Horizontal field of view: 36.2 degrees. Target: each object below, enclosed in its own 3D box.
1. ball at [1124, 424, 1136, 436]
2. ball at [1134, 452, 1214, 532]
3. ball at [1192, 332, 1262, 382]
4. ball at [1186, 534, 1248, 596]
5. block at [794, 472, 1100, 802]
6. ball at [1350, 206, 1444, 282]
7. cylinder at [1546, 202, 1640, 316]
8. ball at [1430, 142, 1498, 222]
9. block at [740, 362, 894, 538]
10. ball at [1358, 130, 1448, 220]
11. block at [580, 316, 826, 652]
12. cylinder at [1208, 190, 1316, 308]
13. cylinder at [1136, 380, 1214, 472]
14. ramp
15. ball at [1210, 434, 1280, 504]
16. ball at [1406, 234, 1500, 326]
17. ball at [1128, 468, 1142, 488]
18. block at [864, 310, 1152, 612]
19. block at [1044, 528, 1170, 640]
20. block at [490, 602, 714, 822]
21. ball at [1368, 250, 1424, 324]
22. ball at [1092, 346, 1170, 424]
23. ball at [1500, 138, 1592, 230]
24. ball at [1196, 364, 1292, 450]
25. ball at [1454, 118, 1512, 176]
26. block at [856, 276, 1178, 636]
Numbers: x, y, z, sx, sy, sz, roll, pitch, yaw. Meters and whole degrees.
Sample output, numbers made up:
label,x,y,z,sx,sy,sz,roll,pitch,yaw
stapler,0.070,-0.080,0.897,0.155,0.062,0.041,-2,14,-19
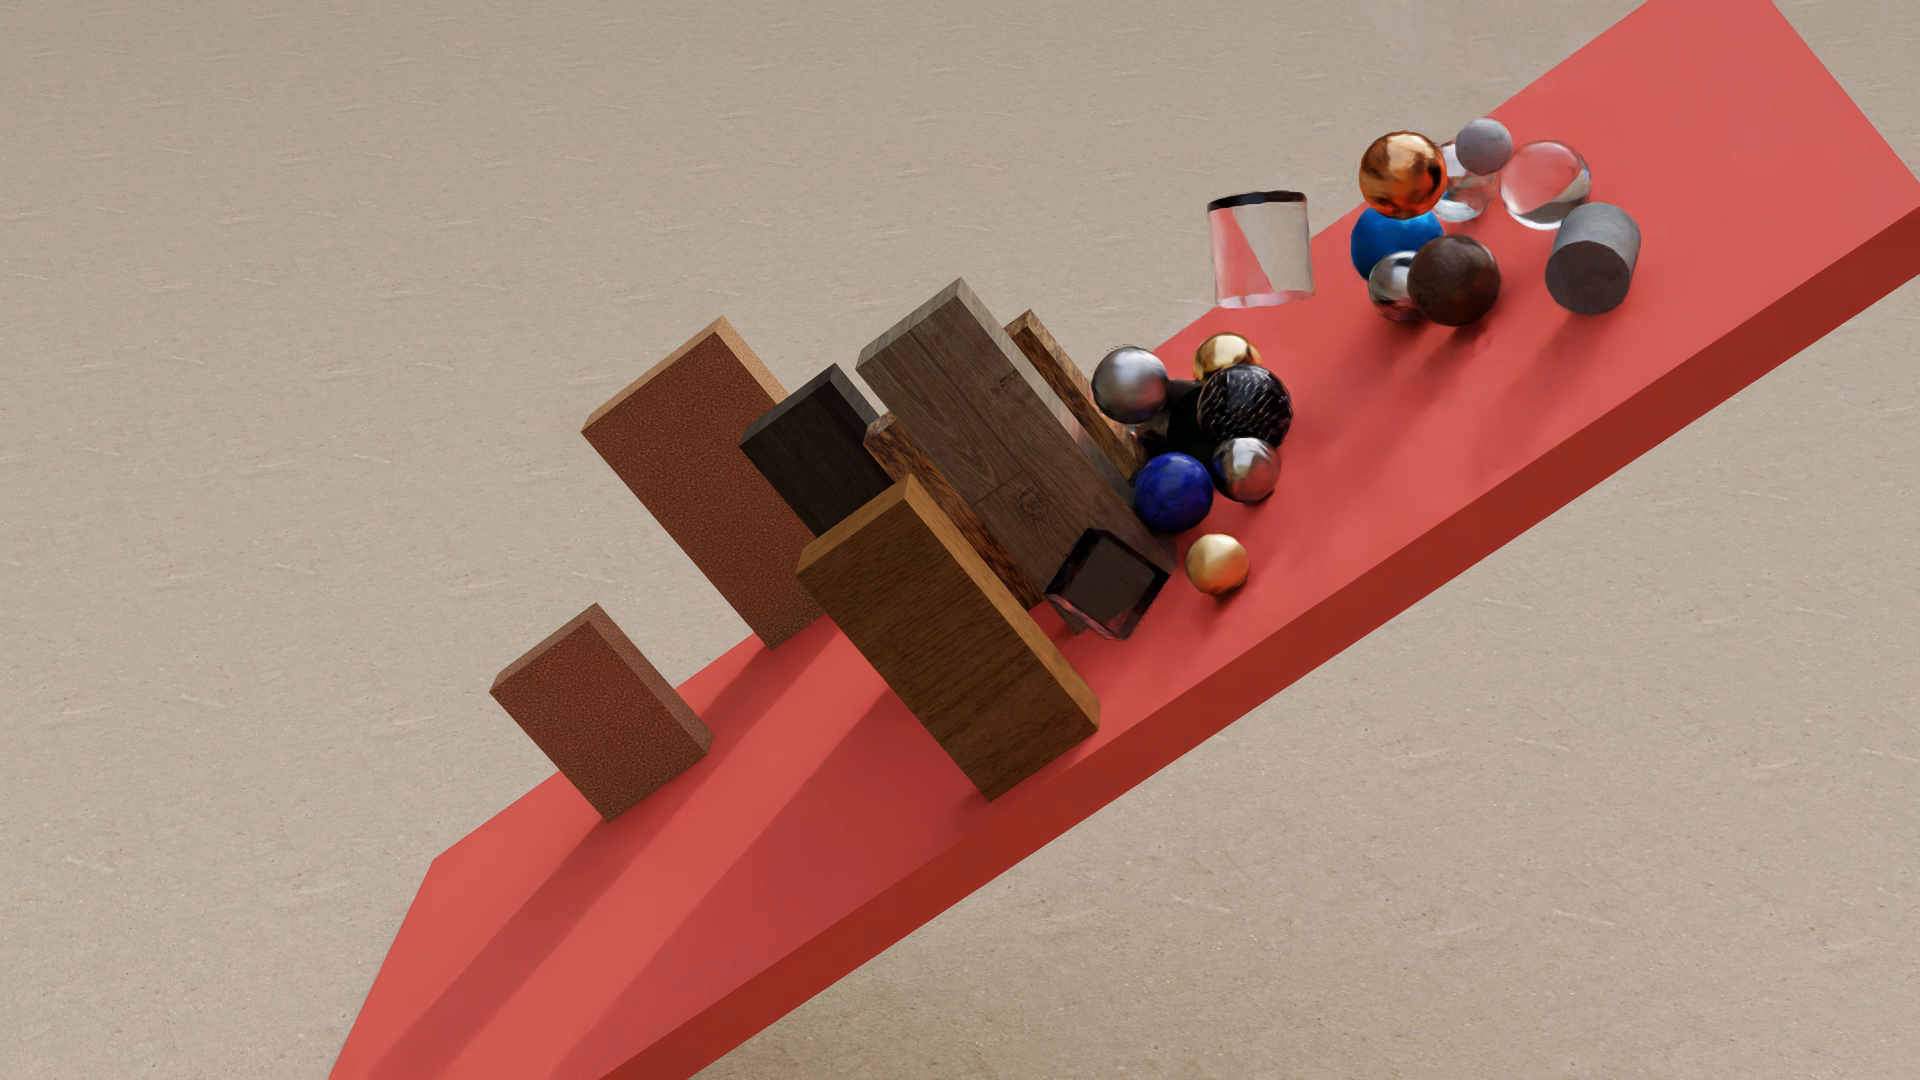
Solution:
label,x,y,z,sx,sy,sz,roll,pitch,yaw
ball,0.385,-0.321,6.611,0.171,0.171,0.171,0,23,0
ball,0.420,-0.094,5.777,0.157,0.157,0.157,0,23,0
ball,0.566,-0.367,6.232,0.148,0.148,0.148,0,23,0
ball,0.479,0.046,5.482,0.118,0.118,0.118,0,23,0
block,-0.018,0.182,5.402,0.254,0.573,0.124,-35,16,17
ball,0.916,-0.616,6.155,0.197,0.197,0.197,0,23,0
cylinder,1.161,-0.516,5.391,0.153,0.153,0.153,7,35,17
ball,1.060,-0.764,6.276,0.172,0.172,0.172,0,23,0
block,-0.172,-0.055,6.309,0.249,0.628,0.111,-35,16,17
ball,0.890,-0.732,5.907,0.177,0.177,0.177,0,23,0
block,-0.517,-0.132,7.146,0.427,0.721,0.119,-35,16,17
cylinder,0.625,-0.602,6.107,0.207,0.207,0.207,-5,-4,0
cylinder,0.487,-0.232,6.091,0.193,0.193,0.193,-7,8,-16
ramp,0.125,0.182,6.330,4.000,0.100,2.000,-35,16,17
ball,0.560,-0.140,5.773,0.137,0.137,0.137,0,23,0
ball,0.968,-0.509,5.767,0.181,0.181,0.181,0,23,0
ball,0.402,-0.084,5.971,0.143,0.143,0.143,0,23,0
block,0.127,-0.151,6.122,0.430,0.502,0.110,-35,16,17
block,0.282,0.085,5.666,0.152,0.152,0.152,35,-6,-11
block,-0.845,0.410,6.949,0.312,0.431,0.104,-35,16,17
ball,0.906,-0.517,5.990,0.149,0.149,0.149,0,23,0
ball,0.335,-0.303,5.781,0.153,0.153,0.153,0,23,0
ball,1.166,-0.708,5.860,0.181,0.181,0.181,0,23,0
ball,0.572,-0.259,5.911,0.193,0.193,0.193,0,23,0
ball,1.031,-0.774,5.790,0.113,0.113,0.113,0,23,0
block,0.117,-0.160,5.789,0.251,0.705,0.115,-35,16,17
